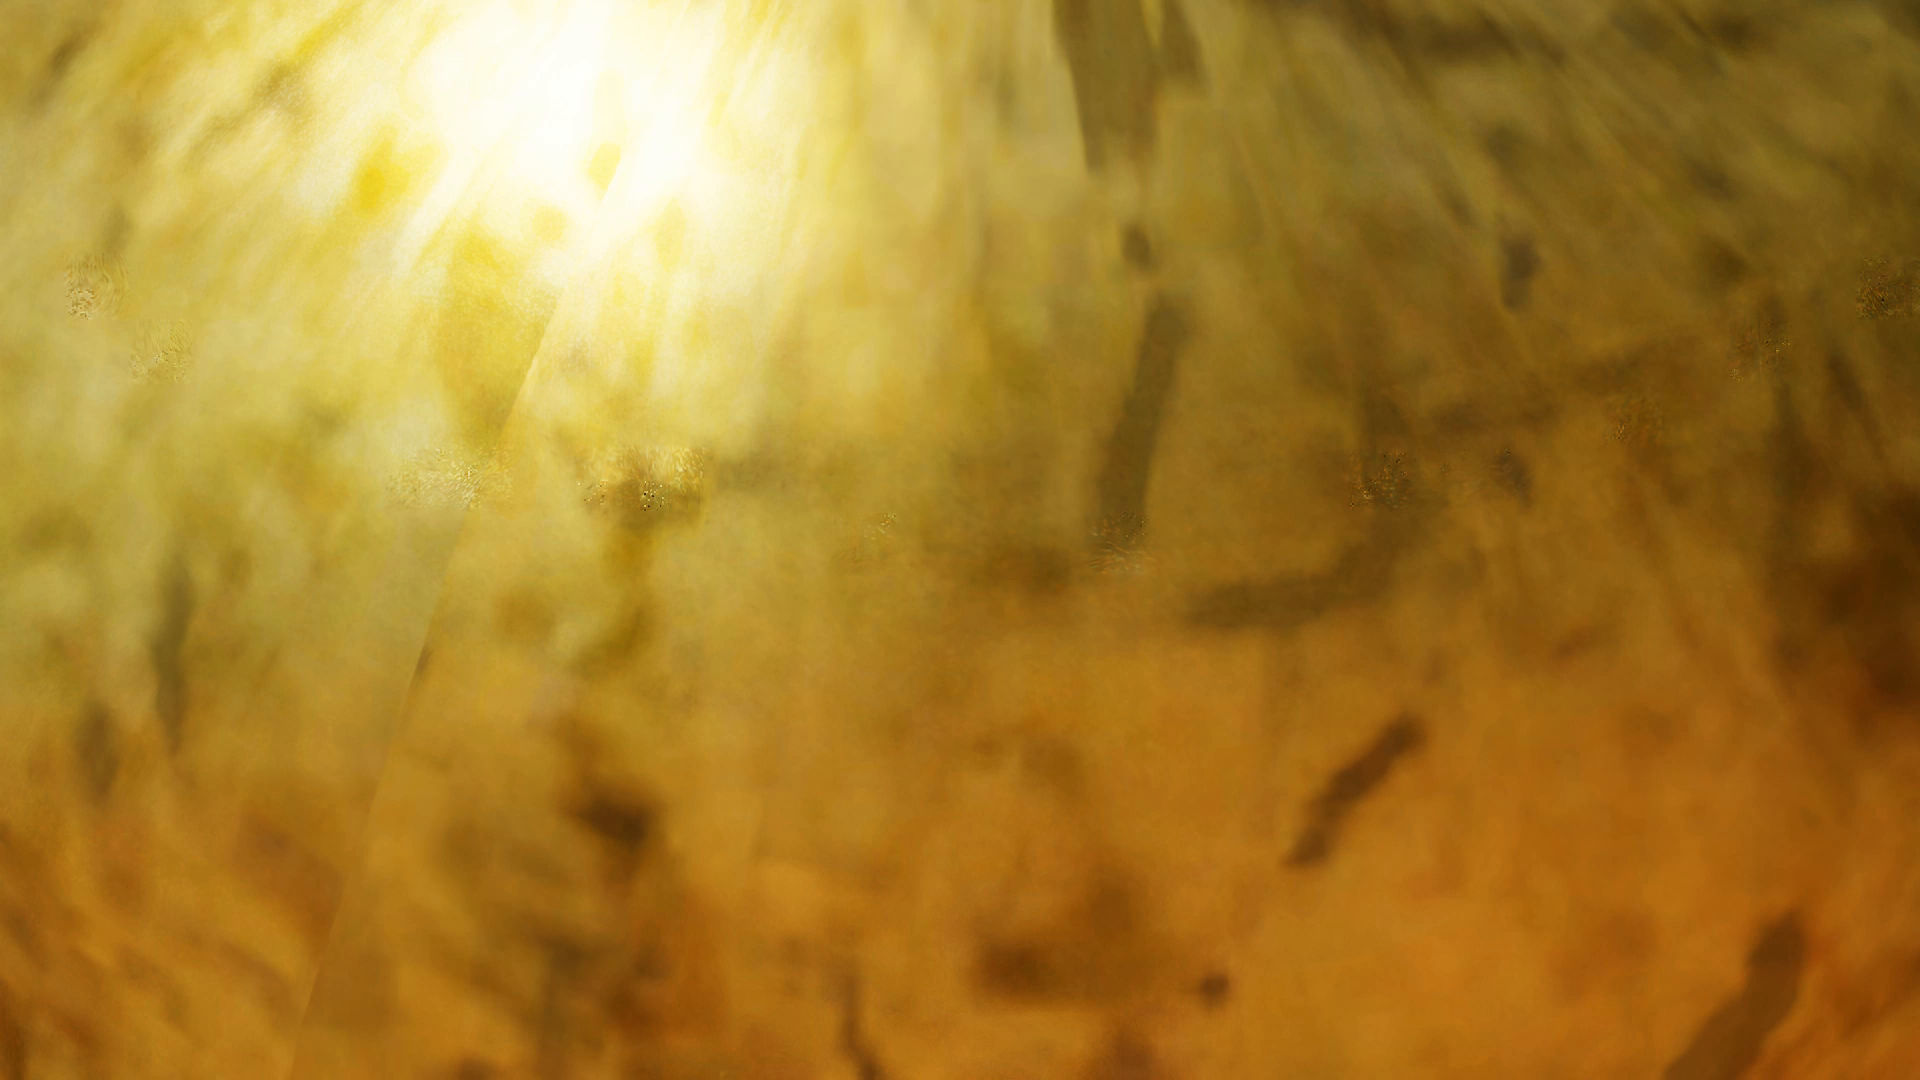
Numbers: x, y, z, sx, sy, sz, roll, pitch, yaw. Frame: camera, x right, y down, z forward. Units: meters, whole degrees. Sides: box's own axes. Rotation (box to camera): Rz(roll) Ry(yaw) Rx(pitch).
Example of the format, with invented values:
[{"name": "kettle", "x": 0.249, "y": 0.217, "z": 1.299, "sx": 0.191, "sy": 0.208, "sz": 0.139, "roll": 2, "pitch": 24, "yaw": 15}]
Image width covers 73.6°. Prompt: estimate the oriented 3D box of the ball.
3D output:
[{"name": "ball", "x": 0.000, "y": -0.002, "z": 0.056, "sx": 0.080, "sy": 0.080, "sz": 0.080, "roll": 0, "pitch": 4, "yaw": 0}]
